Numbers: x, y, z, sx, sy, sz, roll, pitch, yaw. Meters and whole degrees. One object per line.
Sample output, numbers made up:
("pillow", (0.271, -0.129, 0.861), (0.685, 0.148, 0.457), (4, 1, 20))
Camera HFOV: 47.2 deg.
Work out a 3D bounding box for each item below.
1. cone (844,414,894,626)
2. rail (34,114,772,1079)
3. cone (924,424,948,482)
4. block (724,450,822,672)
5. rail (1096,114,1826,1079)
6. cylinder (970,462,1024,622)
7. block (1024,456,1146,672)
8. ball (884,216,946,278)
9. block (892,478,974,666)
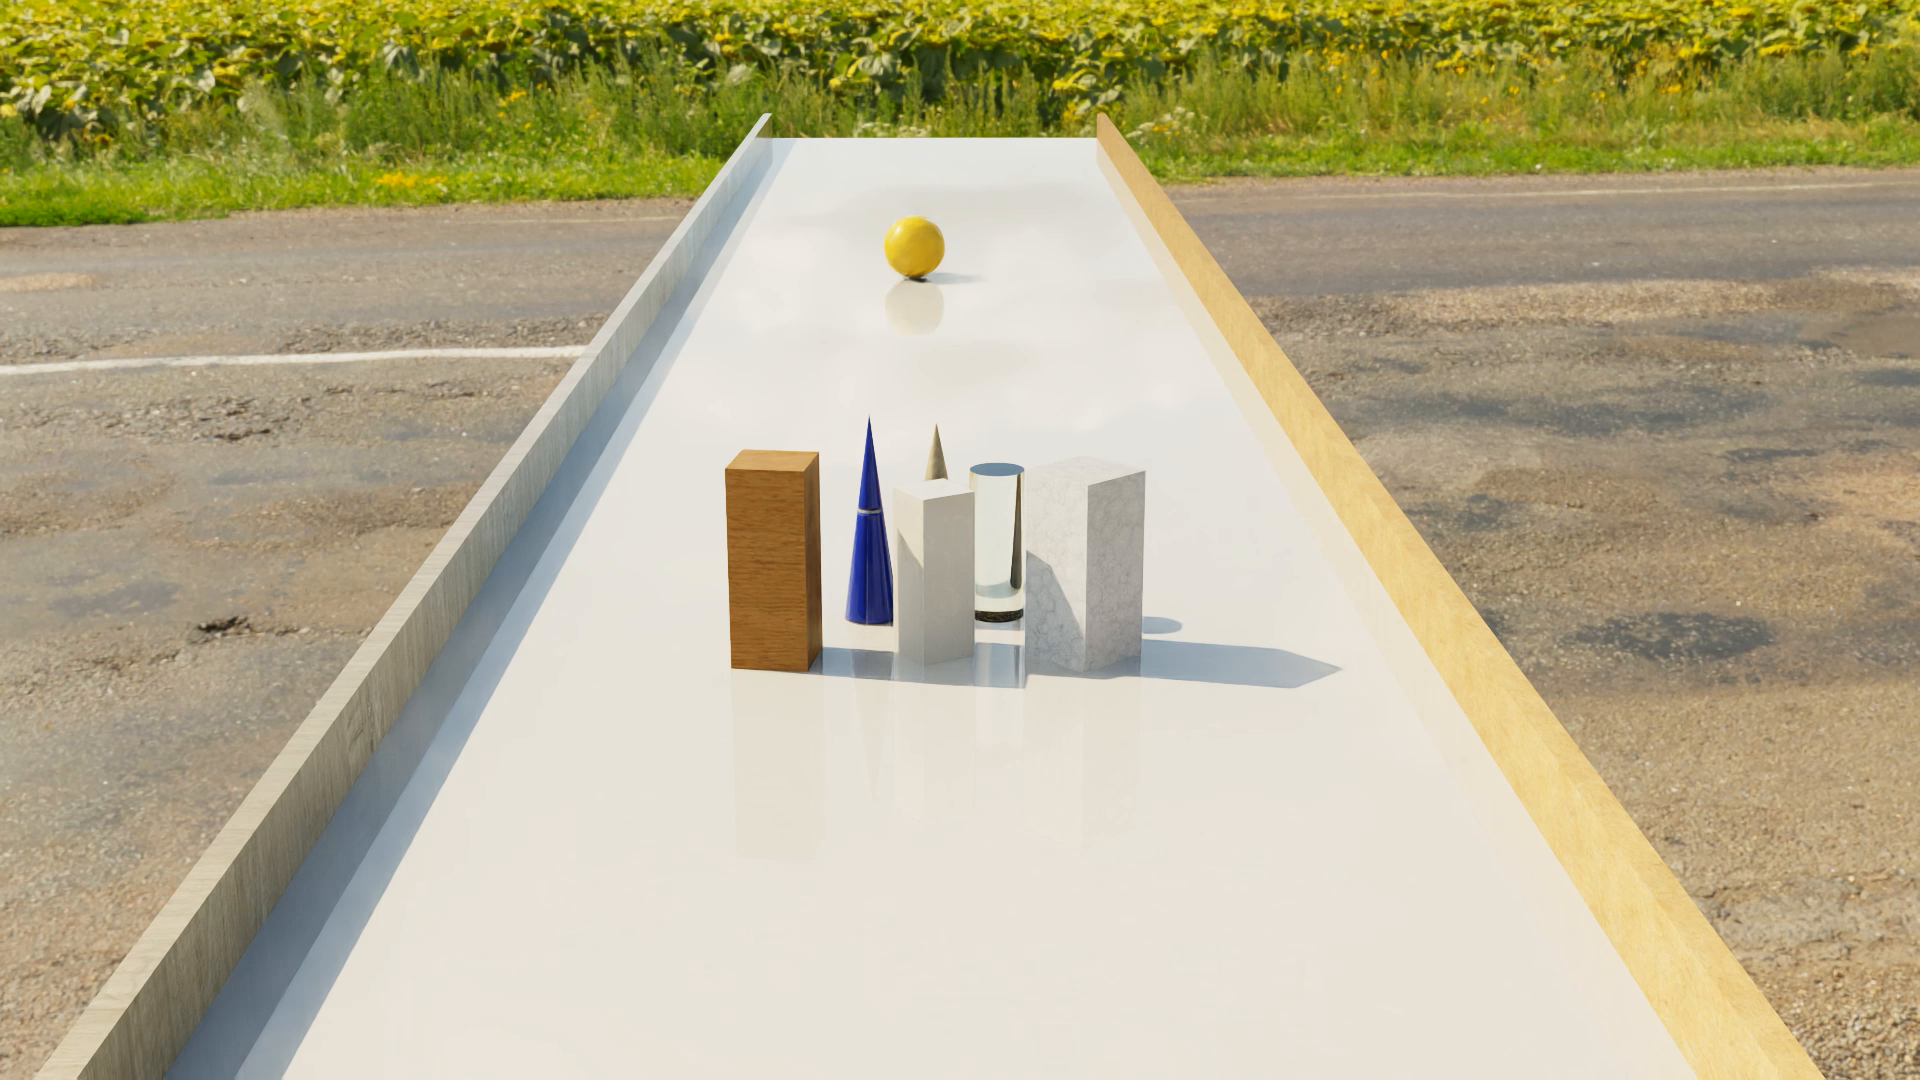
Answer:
("cone", (-0.188, -0.050, 4.611), (0.116, 0.446, 0.116), (0, 17, 0))
("rail", (-1.118, -0.838, 7.780), (0.050, 0.150, 12.000), (0, 17, -1))
("cone", (-0.052, -0.083, 4.858), (0.150, 0.370, 0.150), (0, 17, 0))
("block", (-0.368, 0.040, 4.374), (0.155, 0.410, 0.155), (2, 17, 7))
("rail", (0.932, -0.844, 7.801), (0.050, 0.150, 12.000), (0, 17, -1))
("cylinder", (0.078, 0.005, 4.649), (0.116, 0.319, 0.116), (0, 17, 0))
("block", (0.249, 0.045, 4.401), (0.166, 0.384, 0.166), (-15, 22, -41))
("ball", (-0.181, -1.161, 8.698), (0.246, 0.246, 0.246), (0, 17, 0))
("block", (-0.053, 0.063, 4.411), (0.119, 0.344, 0.119), (-10, 19, -30))
